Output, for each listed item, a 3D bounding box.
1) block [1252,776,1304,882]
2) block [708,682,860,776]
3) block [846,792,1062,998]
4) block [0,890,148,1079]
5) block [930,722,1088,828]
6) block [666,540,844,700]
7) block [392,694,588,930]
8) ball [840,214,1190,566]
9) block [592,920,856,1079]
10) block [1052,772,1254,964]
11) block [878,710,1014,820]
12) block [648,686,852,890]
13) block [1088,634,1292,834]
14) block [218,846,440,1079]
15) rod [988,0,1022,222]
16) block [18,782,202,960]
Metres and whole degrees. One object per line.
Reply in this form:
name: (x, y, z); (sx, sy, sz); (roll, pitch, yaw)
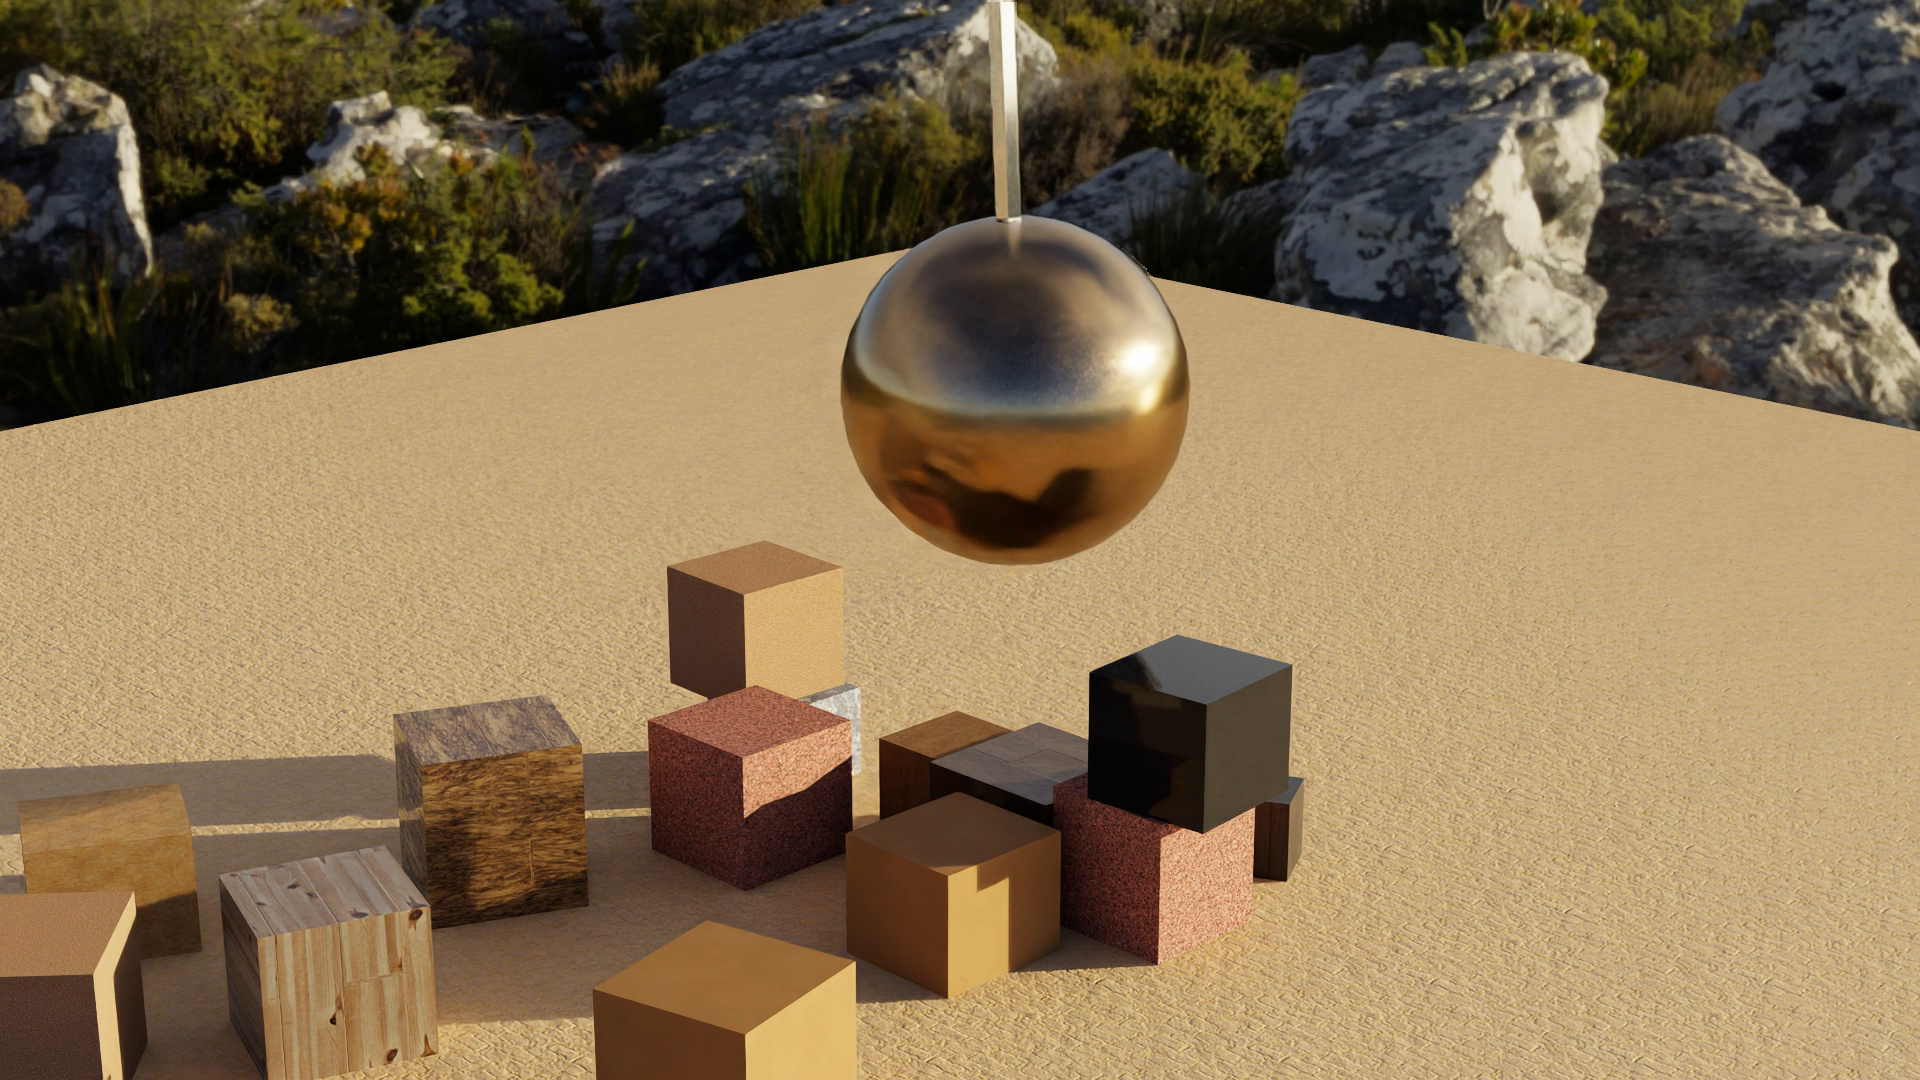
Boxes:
block: (1.397, 1.317, 13.519); (0.308, 0.382, 0.331); (6, 18, 17)
block: (-0.874, 0.945, 14.576); (0.536, 0.456, 0.534); (17, 24, 42)
block: (-0.028, 1.514, 12.599); (0.674, 0.558, 0.627); (-16, 24, -42)
block: (-3.621, 1.836, 11.389); (0.717, 0.668, 0.756); (-1, 17, -4)
block: (0.372, 1.274, 13.354); (0.715, 0.562, 0.721); (-17, 24, -42)
block: (-1.006, 0.422, 14.467); (0.620, 0.609, 0.603); (-16, 23, -40)
block: (-2.114, 1.213, 13.191); (0.711, 0.776, 0.665); (-7, 19, -20)
ball: (0.251, -0.683, 13.390); (1.600, 1.600, 1.600); (0, 17, 0)
block: (-0.868, 1.949, 10.947); (0.689, 0.717, 0.700); (11, 20, 30)
block: (0.848, 1.379, 12.874); (0.622, 0.649, 0.626); (17, 24, 42)
block: (-0.039, 1.165, 13.770); (0.512, 0.520, 0.447); (-17, 24, -42)
block: (-0.971, 1.141, 13.634); (0.664, 0.648, 0.668); (-17, 24, -42)
block: (0.987, 0.823, 12.596); (0.610, 0.578, 0.635); (14, 22, 38)
block: (-2.548, 1.710, 11.824); (0.685, 0.648, 0.669); (-8, 19, -25)
rod: (0.109, -3.878, 12.237); (0.080, 5.200, 0.080); (17, 27, 42)
block: (-3.705, 1.463, 12.765); (0.690, 0.554, 0.608); (-6, 18, -18)
